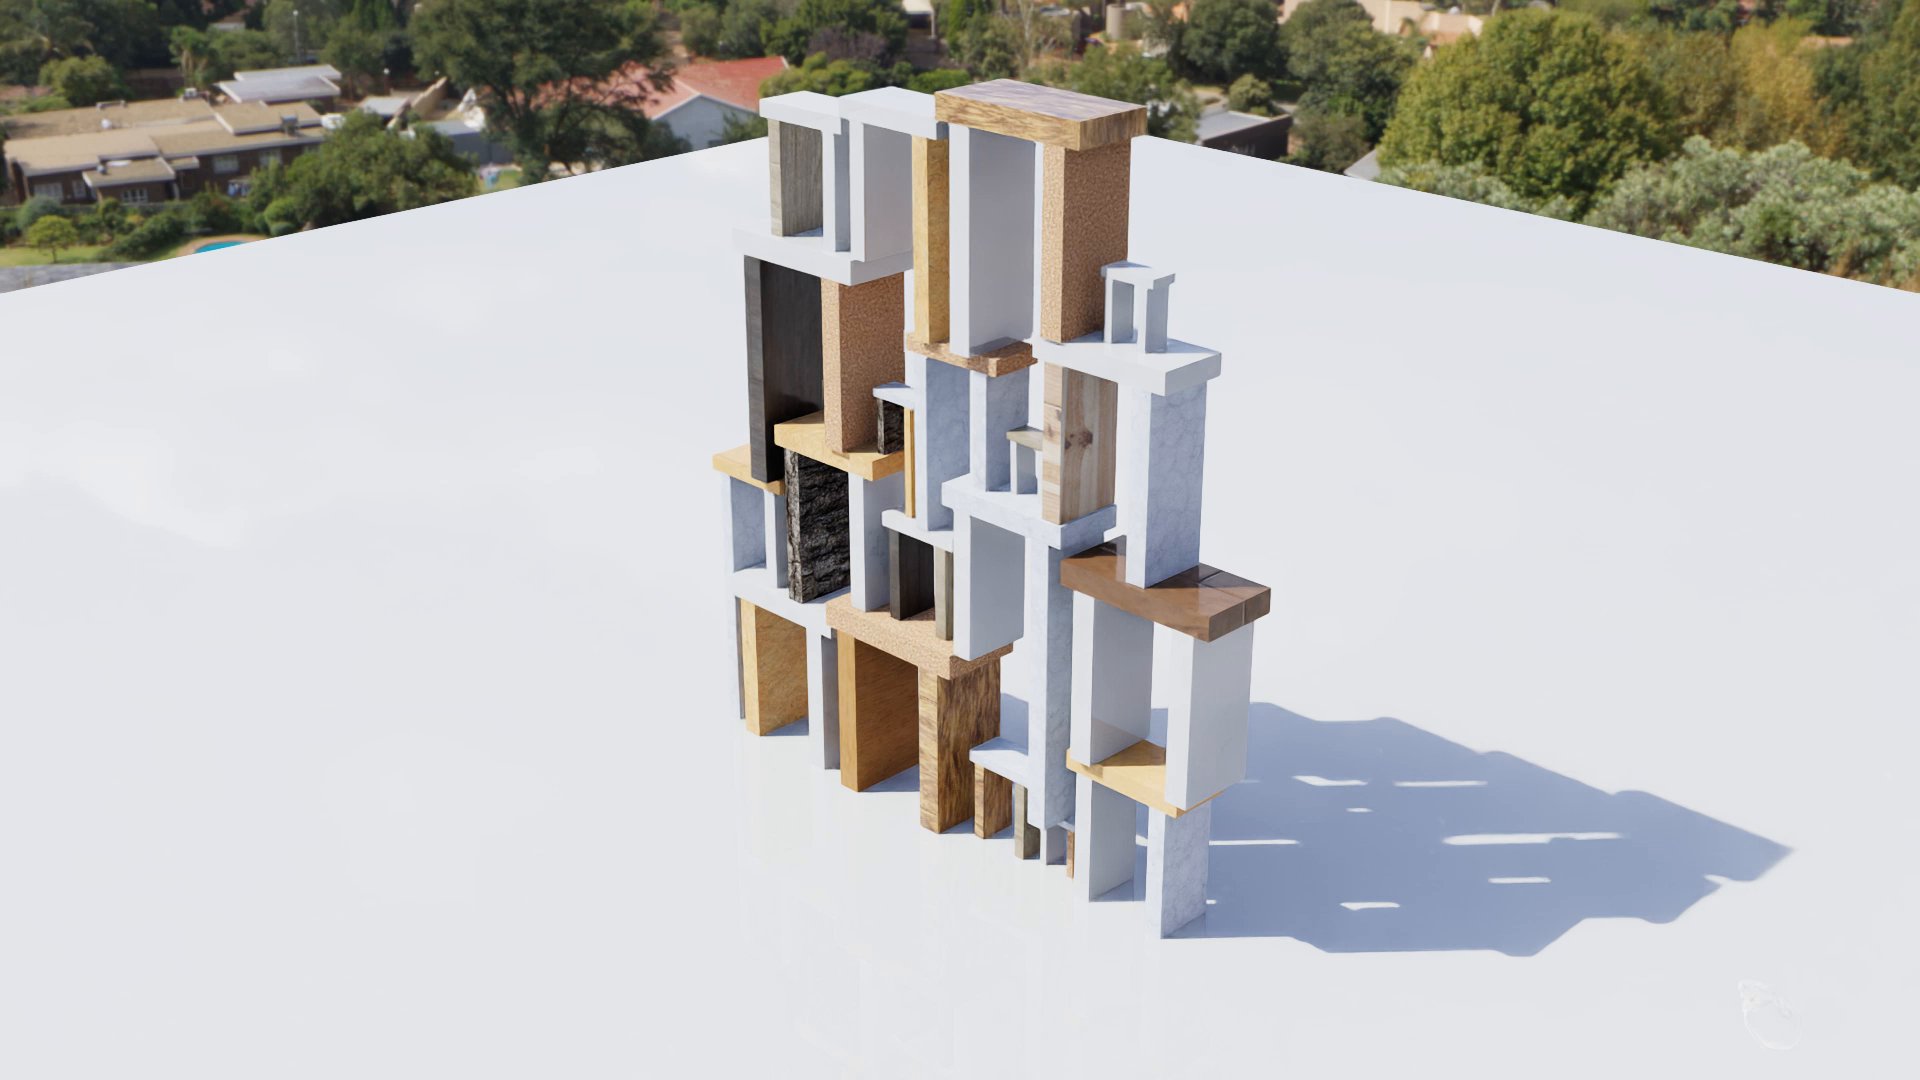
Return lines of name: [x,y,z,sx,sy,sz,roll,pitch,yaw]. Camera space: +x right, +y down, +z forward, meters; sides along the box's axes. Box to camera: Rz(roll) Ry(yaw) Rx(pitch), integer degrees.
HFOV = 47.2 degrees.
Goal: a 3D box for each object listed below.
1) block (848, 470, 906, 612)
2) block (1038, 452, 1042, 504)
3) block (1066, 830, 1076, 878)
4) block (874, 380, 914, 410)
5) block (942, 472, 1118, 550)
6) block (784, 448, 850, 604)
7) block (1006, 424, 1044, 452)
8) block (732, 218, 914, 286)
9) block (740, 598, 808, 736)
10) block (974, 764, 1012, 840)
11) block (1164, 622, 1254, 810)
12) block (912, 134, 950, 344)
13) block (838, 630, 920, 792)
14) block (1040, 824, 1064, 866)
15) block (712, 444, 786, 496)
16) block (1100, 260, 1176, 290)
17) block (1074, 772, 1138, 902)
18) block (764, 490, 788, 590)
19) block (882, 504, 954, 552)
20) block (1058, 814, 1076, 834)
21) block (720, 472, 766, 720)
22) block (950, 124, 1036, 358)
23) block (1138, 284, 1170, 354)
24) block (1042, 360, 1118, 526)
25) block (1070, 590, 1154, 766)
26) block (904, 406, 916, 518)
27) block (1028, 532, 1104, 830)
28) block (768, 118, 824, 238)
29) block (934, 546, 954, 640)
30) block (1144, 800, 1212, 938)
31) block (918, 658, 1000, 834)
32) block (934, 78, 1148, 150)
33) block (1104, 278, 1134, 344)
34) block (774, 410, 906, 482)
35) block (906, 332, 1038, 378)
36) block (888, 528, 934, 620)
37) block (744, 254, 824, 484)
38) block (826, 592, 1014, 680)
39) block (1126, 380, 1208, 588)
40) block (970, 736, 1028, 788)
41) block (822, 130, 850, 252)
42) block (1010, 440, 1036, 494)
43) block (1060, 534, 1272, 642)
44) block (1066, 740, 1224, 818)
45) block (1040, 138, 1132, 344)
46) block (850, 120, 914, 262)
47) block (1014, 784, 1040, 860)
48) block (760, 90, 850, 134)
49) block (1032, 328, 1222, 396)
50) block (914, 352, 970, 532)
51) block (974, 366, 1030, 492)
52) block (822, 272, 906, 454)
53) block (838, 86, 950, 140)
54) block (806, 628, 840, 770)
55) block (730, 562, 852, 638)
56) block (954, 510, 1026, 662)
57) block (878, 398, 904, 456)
block: [-0.152,-0.014,4.387,0.041,0.289,0.144,21,31,41]
block: [0.164,-0.120,3.994,0.051,0.103,0.015,-22,31,-40]
block: [0.229,0.594,4.227,0.015,0.103,0.052,21,31,41]
block: [-0.106,-0.277,4.218,0.058,0.016,0.115,-21,31,-40]
block: [0.126,-0.065,4.051,0.151,0.043,0.301,-21,31,-40]
block: [-0.288,-0.047,4.522,0.041,0.333,0.144,21,31,41]
block: [0.138,-0.183,3.993,0.051,0.015,0.103,-21,31,-38]
block: [-0.266,-0.570,4.279,0.344,0.049,0.172,21,31,40]
block: [-0.394,0.252,4.762,0.045,0.316,0.158,21,31,41]
block: [0.067,0.504,4.363,0.023,0.164,0.082,21,31,41]
block: [0.439,0.291,3.869,0.048,0.338,0.169,21,31,40]
block: [-0.025,-0.556,4.001,0.037,0.380,0.131,21,31,40]
block: [-0.167,0.326,4.537,0.050,0.355,0.177,21,31,41]
block: [0.180,0.575,4.272,0.052,0.103,0.015,-21,31,-41]
block: [-0.407,-0.149,4.599,0.215,0.030,0.108,21,31,40]
block: [0.300,-0.448,3.712,0.115,0.016,0.058,21,31,40]
block: [0.276,0.539,4.152,0.037,0.265,0.132,21,31,41]
block: [-0.355,-0.015,4.598,0.030,0.215,0.108,21,31,40]
block: [-0.050,-0.029,4.263,0.096,0.027,0.193,-21,31,-40]
block: [0.204,0.531,4.227,0.052,0.015,0.103,-21,31,-40]
block: [-0.455,0.111,4.763,0.108,0.576,0.030,-21,31,-41]
block: [0.058,-0.549,3.935,0.048,0.419,0.169,21,31,40]
block: [0.326,-0.377,3.714,0.016,0.115,0.058,22,31,40]
block: [0.214,-0.189,3.907,0.149,0.298,0.042,-21,31,-40]
block: [0.279,0.228,4.016,0.169,0.338,0.048,-21,31,-41]
block: [-0.080,-0.156,4.239,0.058,0.225,0.016,-22,31,-40]
block: [0.197,0.253,4.109,0.151,0.588,0.043,-21,31,-40]
block: [-0.315,-0.710,4.256,0.032,0.228,0.114,21,31,40]
block: [-0.004,0.090,4.265,0.096,0.193,0.027,-21,31,-41]
block: [0.401,0.587,4.038,0.037,0.265,0.132,21,31,41]
block: [0.001,0.392,4.384,0.050,0.355,0.177,21,31,41]
block: [0.136,-0.731,3.768,0.338,0.048,0.169,21,31,41]
block: [0.273,-0.398,3.763,0.058,0.115,0.016,-21,31,-41]
block: [-0.220,-0.192,4.386,0.289,0.041,0.144,21,31,41]
block: [0.022,-0.353,4.052,0.228,0.032,0.114,21,31,39]
block: [-0.095,0.055,4.348,0.096,0.193,0.027,-21,31,-40]
block: [-0.350,-0.362,4.457,0.049,0.472,0.172,21,31,40]
block: [-0.083,0.173,4.381,0.355,0.050,0.177,21,31,41]
block: [0.356,-0.107,3.792,0.042,0.359,0.149,21,31,41]
block: [0.105,0.433,4.291,0.164,0.023,0.082,21,31,41]
block: [-0.206,-0.668,4.158,0.032,0.228,0.114,22,32,40]
block: [0.116,-0.139,4.039,0.051,0.103,0.015,-22,31,-39]
block: [0.359,0.082,3.867,0.338,0.048,0.169,21,31,41]
block: [0.338,0.424,4.036,0.132,0.037,0.265,-21,31,-41]
block: [0.215,-0.523,3.771,0.048,0.338,0.169,21,31,40]
block: [-0.144,-0.660,4.097,0.037,0.262,0.131,22,31,40]
block: [0.144,0.534,4.292,0.023,0.164,0.082,21,31,41]
block: [-0.260,-0.808,4.154,0.228,0.032,0.114,21,31,40]
block: [0.285,-0.319,3.777,0.298,0.042,0.149,21,31,40]
block: [-0.033,-0.198,4.176,0.114,0.352,0.032,-20,30,-39]
block: [0.076,-0.213,4.055,0.114,0.228,0.032,-21,31,-40]
block: [-0.186,-0.357,4.282,0.172,0.344,0.049,-21,31,-41]
block: [-0.085,-0.774,3.979,0.131,0.037,0.262,-21,31,-39]
block: [-0.245,0.310,4.625,0.045,0.316,0.158,21,31,41]
block: [-0.319,0.115,4.623,0.316,0.045,0.158,21,31,40]
block: [0.057,0.065,4.184,0.043,0.301,0.151,22,31,40]
block: [-0.133,-0.228,4.269,0.058,0.115,0.016,-21,31,-41]
